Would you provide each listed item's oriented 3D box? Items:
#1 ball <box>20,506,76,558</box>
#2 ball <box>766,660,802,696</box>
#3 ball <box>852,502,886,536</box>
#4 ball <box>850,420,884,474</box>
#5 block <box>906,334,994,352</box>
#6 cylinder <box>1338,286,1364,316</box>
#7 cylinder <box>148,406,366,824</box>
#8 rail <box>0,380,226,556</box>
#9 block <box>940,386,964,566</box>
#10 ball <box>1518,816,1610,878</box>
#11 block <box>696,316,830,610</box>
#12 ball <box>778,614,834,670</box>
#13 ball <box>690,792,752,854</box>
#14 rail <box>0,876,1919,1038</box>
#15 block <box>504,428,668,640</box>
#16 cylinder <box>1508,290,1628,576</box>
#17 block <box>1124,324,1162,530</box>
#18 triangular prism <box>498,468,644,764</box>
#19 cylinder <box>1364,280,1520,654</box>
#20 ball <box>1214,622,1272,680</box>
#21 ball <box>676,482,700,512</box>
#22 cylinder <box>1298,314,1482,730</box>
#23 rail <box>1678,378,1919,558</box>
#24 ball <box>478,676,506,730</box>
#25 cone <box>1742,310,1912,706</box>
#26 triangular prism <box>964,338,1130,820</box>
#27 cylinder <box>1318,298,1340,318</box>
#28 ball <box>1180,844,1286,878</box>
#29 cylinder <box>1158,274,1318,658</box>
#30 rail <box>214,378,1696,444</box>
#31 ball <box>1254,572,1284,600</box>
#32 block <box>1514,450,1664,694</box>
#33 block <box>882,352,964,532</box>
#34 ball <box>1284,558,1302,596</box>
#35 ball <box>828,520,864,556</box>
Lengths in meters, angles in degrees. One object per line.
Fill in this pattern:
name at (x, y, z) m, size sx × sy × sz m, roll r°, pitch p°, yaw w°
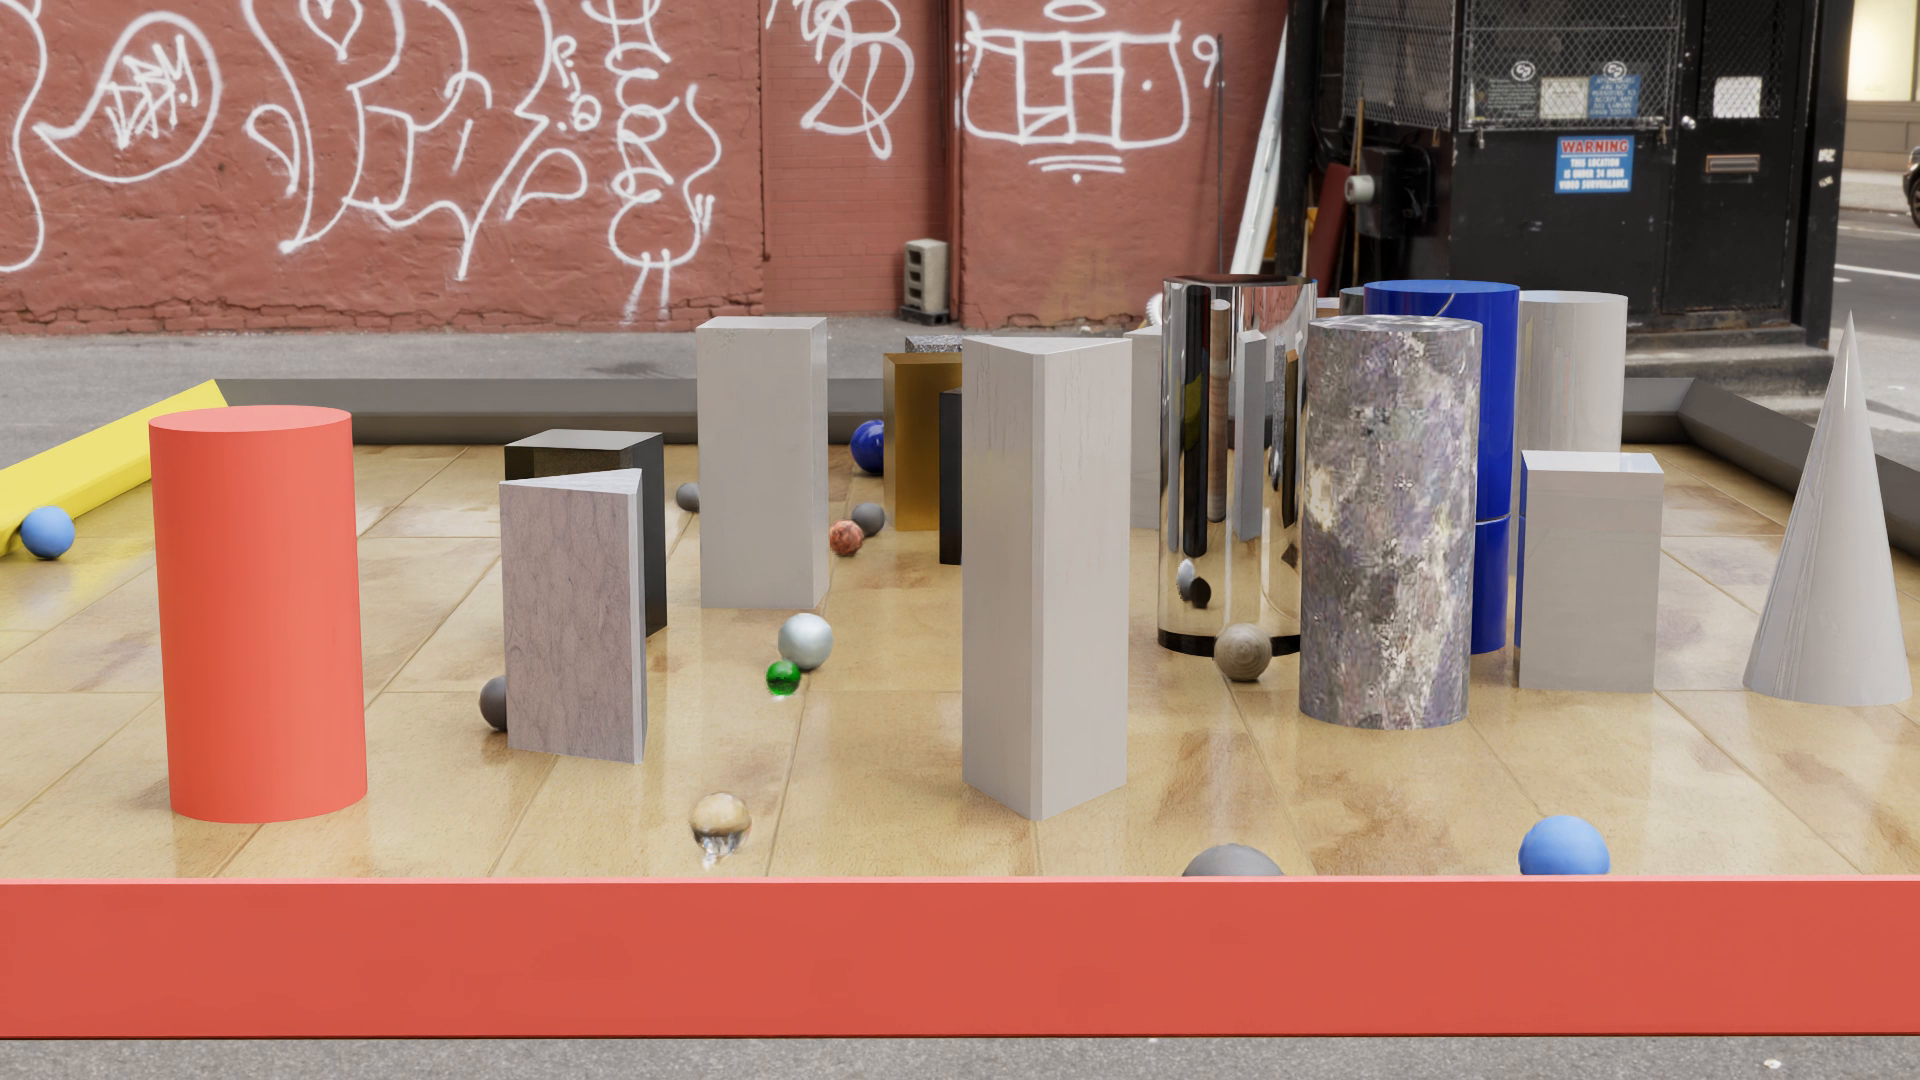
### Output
ball at (-1.357, -0.011, 3.819) m, size 0.077 × 0.077 × 0.077 m, roll 0°, pitch 11°, yaw 0°
ball at (-0.206, 0.161, 2.990) m, size 0.042 × 0.042 × 0.042 m, roll 0°, pitch 11°, yaw 0°
ball at (-0.143, -0.033, 4.003) m, size 0.053 × 0.053 × 0.053 m, roll 0°, pitch 11°, yaw 0°
ball at (-0.149, -0.167, 4.604) m, size 0.096 × 0.096 × 0.096 m, roll 0°, pitch 11°, yaw 0°
block at (-0.013, -0.233, 4.552) m, size 0.154 × 0.245 × 0.154 m, roll -1°, pitch 11°, yaw -7°
cylinder at (0.662, -0.178, 3.858) m, size 0.192 × 0.391 × 0.192 m, roll 0°, pitch 11°, yaw 0°
cylinder at (-0.695, 0.069, 2.548) m, size 0.192 × 0.383 × 0.192 m, roll 0°, pitch 11°, yaw 0°
rail at (-1.410, 0.034, 3.441) m, size 0.045 × 0.125 × 3.092 m, roll 0°, pitch 11°, yaw 0°
block at (0.072, -0.097, 3.795) m, size 0.154 × 0.254 × 0.154 m, roll 5°, pitch 12°, yaw 24°
ball at (0.529, 0.280, 2.249) m, size 0.078 × 0.078 × 0.078 m, roll 0°, pitch 11°, yaw 0°
block at (-0.267, -0.108, 3.508) m, size 0.154 × 0.380 × 0.154 m, roll 1°, pitch 11°, yaw 5°
ball at (-0.188, 0.123, 3.117) m, size 0.069 × 0.069 × 0.069 m, roll 0°, pitch 11°, yaw 0°
ball at (-0.223, 0.264, 2.390) m, size 0.058 × 0.058 × 0.058 m, roll 0°, pitch 11°, yaw 0°
rail at (0.009, 0.310, 1.952) m, size 2.867 × 0.125 × 0.045 m, roll 0°, pitch 11°, yaw 0°
block at (-0.477, -0.003, 3.287) m, size 0.154 × 0.255 × 0.154 m, roll 3°, pitch 11°, yaw 14°
cylinder at (0.861, -0.156, 3.724) m, size 0.192 × 0.396 × 0.192 m, roll 0°, pitch 11°, yaw 0°
block at (0.358, -0.180, 4.097) m, size 0.154 × 0.308 × 0.154 m, roll 5°, pitch 12°, yaw 24°
triangular prism at (-0.383, 0.075, 2.774) m, size 0.166 × 0.289 × 0.144 m, roll 5°, pitch 12°, yaw 25°
cylinder at (0.601, -0.095, 3.245) m, size 0.192 × 0.452 × 0.192 m, roll 0°, pitch 11°, yaw 0°
ball at (0.338, 0.133, 3.065) m, size 0.069 × 0.069 × 0.069 m, roll 0°, pitch 11°, yaw 0°
ball at (-0.442, -0.071, 4.216) m, size 0.049 × 0.049 × 0.049 m, roll 0°, pitch 11°, yaw 0°
cylinder at (0.483, -0.024, 2.892) m, size 0.192 × 0.441 × 0.192 m, roll 0°, pitch 11°, yaw 0°
rail at (1.410, 0.031, 3.457) m, size 0.045 × 0.125 × 3.092 m, roll 0°, pitch 11°, yaw 0°
ball at (-0.502, 0.180, 2.839) m, size 0.060 × 0.060 × 0.060 m, roll 0°, pitch 11°, yaw 0°
cone at (1.026, -0.047, 2.997) m, size 0.192 × 0.448 × 0.192 m, roll 0°, pitch 11°, yaw 0°
triangular prism at (0.063, 0.029, 2.563) m, size 0.144 × 0.456 × 0.166 m, roll 7°, pitch 13°, yaw 34°
cylinder at (0.623, -0.218, 4.206) m, size 0.192 × 0.341 × 0.192 m, roll 0°, pitch 11°, yaw 0°
ball at (0.225, 0.297, 2.110) m, size 0.095 × 0.095 × 0.095 m, roll 0°, pitch 11°, yaw 0°
cylinder at (0.348, -0.097, 3.230) m, size 0.192 × 0.460 × 0.192 m, roll 0°, pitch 11°, yaw 0°
rail at (-0.009, -0.246, 4.946) m, size 2.867 × 0.125 × 0.045 m, roll 0°, pitch 11°, yaw 0°
ball at (0.424, 0.063, 3.518) m, size 0.040 × 0.040 × 0.040 m, roll 0°, pitch 11°, yaw 0°
block at (0.748, 0.035, 3.065) m, size 0.154 × 0.261 × 0.154 m, roll 2°, pitch 11°, yaw 9°
block at (-0.037, -0.159, 4.102) m, size 0.154 × 0.265 × 0.154 m, roll -2°, pitch 11°, yaw -8°
ball at (0.476, 0.052, 3.539) m, size 0.054 × 0.054 × 0.054 m, roll 0°, pitch 11°, yaw 0°
ball at (-0.171, -0.004, 3.845) m, size 0.052 × 0.052 × 0.052 m, roll 0°, pitch 11°, yaw 0°
